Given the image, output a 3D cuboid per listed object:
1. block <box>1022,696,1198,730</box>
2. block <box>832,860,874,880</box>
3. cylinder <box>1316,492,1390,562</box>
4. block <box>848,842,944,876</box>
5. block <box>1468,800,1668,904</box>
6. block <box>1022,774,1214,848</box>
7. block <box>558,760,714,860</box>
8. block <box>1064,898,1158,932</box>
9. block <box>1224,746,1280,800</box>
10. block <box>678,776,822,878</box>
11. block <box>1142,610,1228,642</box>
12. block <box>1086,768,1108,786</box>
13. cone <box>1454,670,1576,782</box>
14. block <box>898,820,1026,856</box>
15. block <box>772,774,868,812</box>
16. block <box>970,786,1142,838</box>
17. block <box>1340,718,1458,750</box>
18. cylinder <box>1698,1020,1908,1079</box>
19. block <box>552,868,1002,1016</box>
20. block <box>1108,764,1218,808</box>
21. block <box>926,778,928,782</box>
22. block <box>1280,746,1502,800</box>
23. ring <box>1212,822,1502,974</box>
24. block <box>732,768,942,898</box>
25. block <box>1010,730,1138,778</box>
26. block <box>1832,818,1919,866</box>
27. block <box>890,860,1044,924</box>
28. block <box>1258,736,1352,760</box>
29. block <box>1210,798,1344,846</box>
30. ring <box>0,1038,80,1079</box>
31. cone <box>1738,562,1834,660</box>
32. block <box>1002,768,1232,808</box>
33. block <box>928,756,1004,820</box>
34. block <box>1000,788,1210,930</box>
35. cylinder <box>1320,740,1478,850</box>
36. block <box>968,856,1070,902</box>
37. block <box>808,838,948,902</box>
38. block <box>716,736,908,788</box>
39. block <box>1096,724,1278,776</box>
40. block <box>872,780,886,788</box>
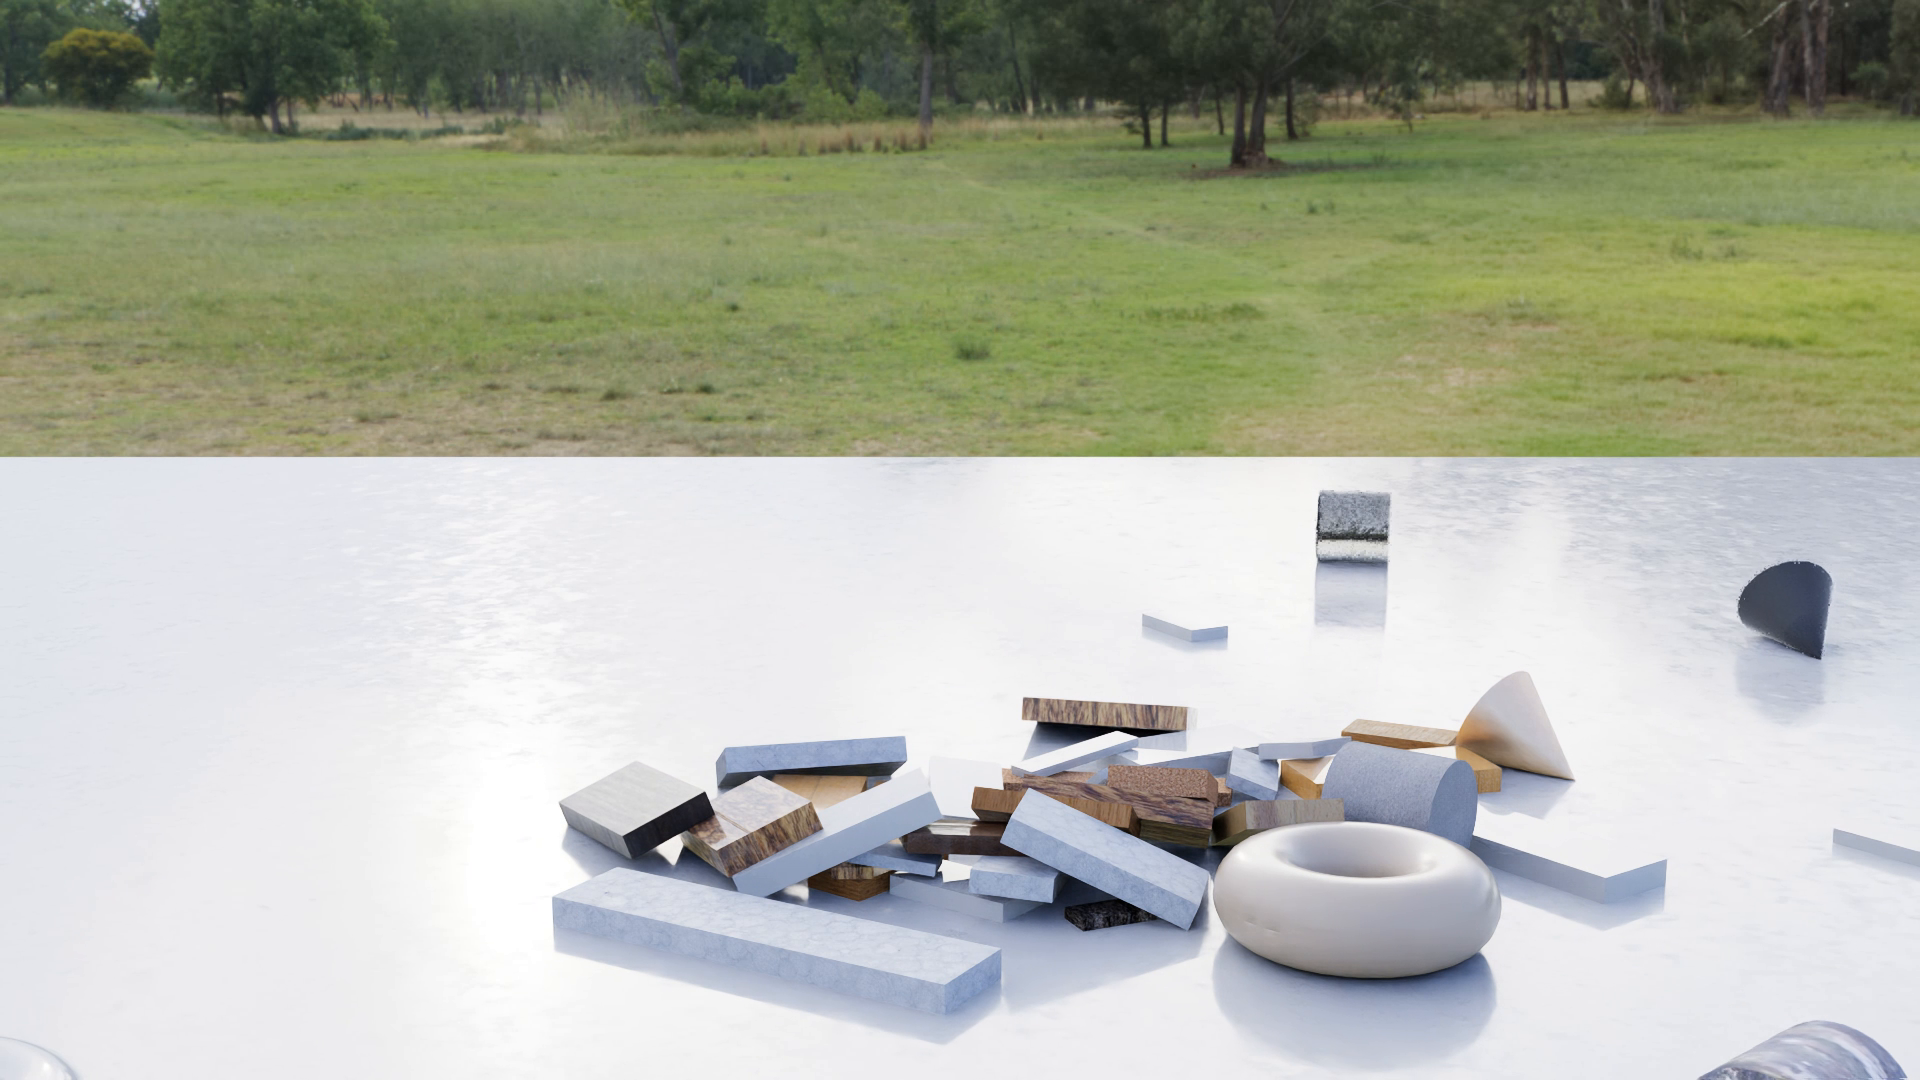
[{"bbox_3d":[0.316,0.366,4.617,0.345,0.049,0.172,3,-5,13],"label":"block"},{"bbox_3d":[-0.181,0.539,3.709,0.070,0.020,0.139,0,11,-2],"label":"block"},{"bbox_3d":[1.162,-0.038,6.492,0.205,0.205,0.205,2,11,12],"label":"cylinder"},{"bbox_3d":[-0.107,0.529,3.673,0.149,0.021,0.074,8,10,8],"label":"block"},{"bbox_3d":[0.985,0.533,3.846,0.163,0.046,0.473,-8,13,-36],"label":"block"},{"bbox_3d":[0.275,0.475,3.848,0.330,0.047,0.165,8,-19,6],"label":"block"},{"bbox_3d":[-0.581,0.478,3.922,0.166,0.047,0.331,-27,17,-25],"label":"block"},{"bbox_3d":[0.243,0.603,3.550,0.133,0.019,0.067,-5,11,-24],"label":"block"},{"bbox_3d":[0.566,0.453,4.251,0.095,0.027,0.191,21,13,5],"label":"block"},{"bbox_3d":[-0.369,0.488,3.775,0.176,0.050,0.352,-26,9,-17],"label":"block"},{"bbox_3d":[0.571,0.217,5.591,0.111,0.031,0.222,-6,12,-28],"label":"block"},{"bbox_3d":[0.241,0.463,4.076,0.065,0.018,0.130,-12,-26,-49],"label":"block"},{"bbox_3d":[1.139,0.411,4.364,0.217,0.217,0.217,-10,41,-42],"label":"cone"},{"bbox_3d":[0.019,0.497,3.676,0.232,0.033,0.116,3,5,-9],"label":"block"},{"bbox_3d":[-0.277,0.503,4.002,0.176,0.050,0.352,1,11,4],"label":"block"},{"bbox_3d":[0.166,0.472,3.762,0.272,0.039,0.136,5,-19,14],"label":"block"},{"bbox_3d":[0.912,0.411,4.549,0.222,0.031,0.111,5,12,27],"label":"block"},{"bbox_3d":[0.980,0.689,2.576,0.202,0.202,0.202,-9,14,-41],"label":"cylinder"},{"bbox_3d":[-0.296,0.614,3.411,0.733,0.047,0.166,6,12,30],"label":"block"},{"bbox_3d":[0.371,0.448,3.982,0.172,0.049,0.345,2,-10,10],"label":"block"},{"bbox_3d":[-0.042,0.485,4.109,0.074,0.021,0.148,-9,23,-44],"label":"block"},{"bbox_3d":[0.833,0.457,4.259,0.387,0.047,0.165,-3,11,-15],"label":"block"},{"bbox_3d":[0.620,0.558,3.446,0.446,0.149,0.446,0,9,0],"label":"ring"},{"bbox_3d":[-0.209,0.492,3.674,0.352,0.050,0.176,-23,9,-4],"label":"block"},{"bbox_3d":[0.226,0.422,4.308,0.270,0.018,0.065,-14,16,-35],"label":"block"},{"bbox_3d":[1.655,0.537,3.883,0.095,0.027,0.191,-8,13,-36],"label":"block"},{"bbox_3d":[0.011,0.578,3.642,0.232,0.033,0.116,8,13,36],"label":"block"},{"bbox_3d":[0.688,0.413,4.374,0.111,0.031,0.222,-5,-4,30],"label":"block"},{"bbox_3d":[0.539,0.485,3.768,0.163,0.046,0.327,-1,-12,-4],"label":"block"},{"bbox_3d":[-1.257,0.714,2.625,0.421,0.140,0.421,0,9,0],"label":"ring"},{"bbox_3d":[2.064,0.217,5.384,0.237,0.237,0.237,-1,37,-4],"label":"cone"},{"bbox_3d":[0.245,0.473,4.227,0.551,0.027,0.095,2,11,9],"label":"block"},{"bbox_3d":[0.011,0.475,4.061,0.136,0.039,0.272,7,16,-3],"label":"block"},{"bbox_3d":[0.239,0.518,3.592,0.330,0.047,0.165,24,14,7],"label":"block"},{"bbox_3d":[0.760,0.463,3.804,0.201,0.201,0.201,8,13,36],"label":"cylinder"},{"bbox_3d":[0.120,0.539,3.698,0.136,0.039,0.391,5,5,11],"label":"block"},{"bbox_3d":[-0.138,0.558,3.752,0.116,0.033,0.232,8,13,38],"label":"block"},{"bbox_3d":[-0.287,0.426,4.228,0.345,0.049,0.172,-3,-15,-13],"label":"block"},{"bbox_3d":[0.455,0.430,4.403,0.327,0.046,0.163,-6,12,-28],"label":"block"},{"bbox_3d":[-0.134,0.488,4.160,0.074,0.021,0.148,2,11,8],"label":"block"}]
